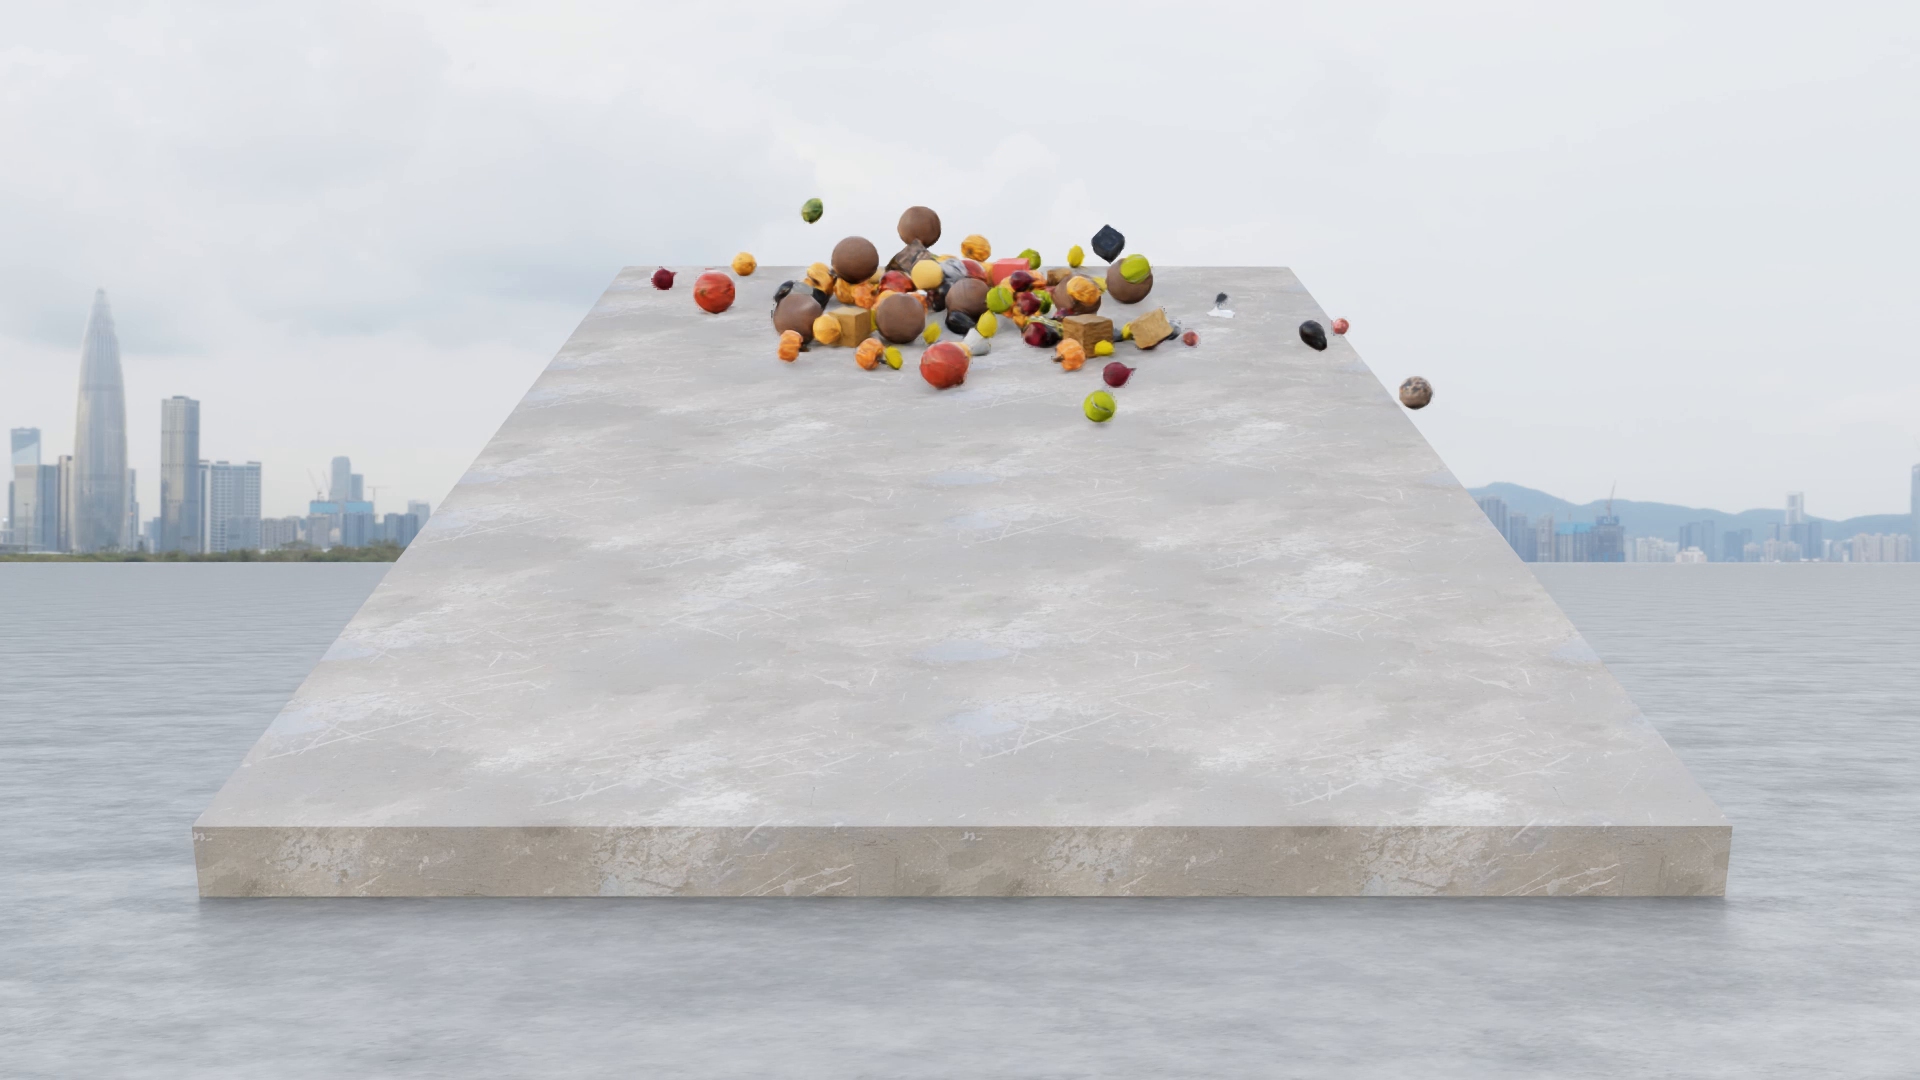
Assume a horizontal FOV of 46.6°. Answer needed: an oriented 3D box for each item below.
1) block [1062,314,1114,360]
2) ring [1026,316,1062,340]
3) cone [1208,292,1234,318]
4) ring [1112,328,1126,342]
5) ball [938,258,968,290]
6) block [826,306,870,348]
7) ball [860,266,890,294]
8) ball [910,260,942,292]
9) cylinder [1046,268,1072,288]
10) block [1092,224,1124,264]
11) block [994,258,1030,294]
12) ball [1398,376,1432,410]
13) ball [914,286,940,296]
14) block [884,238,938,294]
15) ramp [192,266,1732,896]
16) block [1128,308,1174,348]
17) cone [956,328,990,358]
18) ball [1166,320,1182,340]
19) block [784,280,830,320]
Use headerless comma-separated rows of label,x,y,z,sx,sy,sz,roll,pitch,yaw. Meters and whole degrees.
block,0.317,-0.507,5.547,0.090,0.090,0.090,-11,21,-31
ring,0.224,-0.544,5.711,0.117,0.039,0.117,15,12,-3
cone,0.688,-0.619,6.000,0.072,0.072,0.072,0,-16,-41
ring,0.388,-0.524,5.708,0.077,0.026,0.077,0,16,0
ball,-0.024,-0.731,6.124,0.088,0.088,0.088,0,0,0
block,-0.283,-0.542,5.666,0.082,0.082,0.082,9,19,25
ball,-0.238,-0.728,6.246,0.081,0.081,0.081,0,0,0
ball,-0.090,-0.715,6.023,0.086,0.086,0.086,0,0,0
cylinder,0.283,-0.750,6.381,0.054,0.054,0.054,-8,3,-25
block,0.442,-0.883,6.642,0.069,0.069,0.069,37,-15,19
block,0.146,-0.751,6.331,0.085,0.085,0.085,4,18,12
ball,1.026,-0.332,5.018,0.077,0.077,0.077,0,0,0
ball,-0.095,-0.729,6.259,0.086,0.086,0.086,0,0,0
block,-0.133,-0.756,6.153,0.094,0.094,0.094,-41,1,-21
ramp,-0.003,-0.179,4.814,2.000,0.100,4.000,0,17,0
block,0.472,-0.524,5.518,0.067,0.067,0.067,-34,12,-25
cone,0.018,-0.471,5.522,0.078,0.078,0.078,-36,12,-17
ball,0.542,-0.539,5.714,0.050,0.050,0.050,0,0,0
block,-0.406,-0.638,5.933,0.072,0.072,0.072,23,0,37
